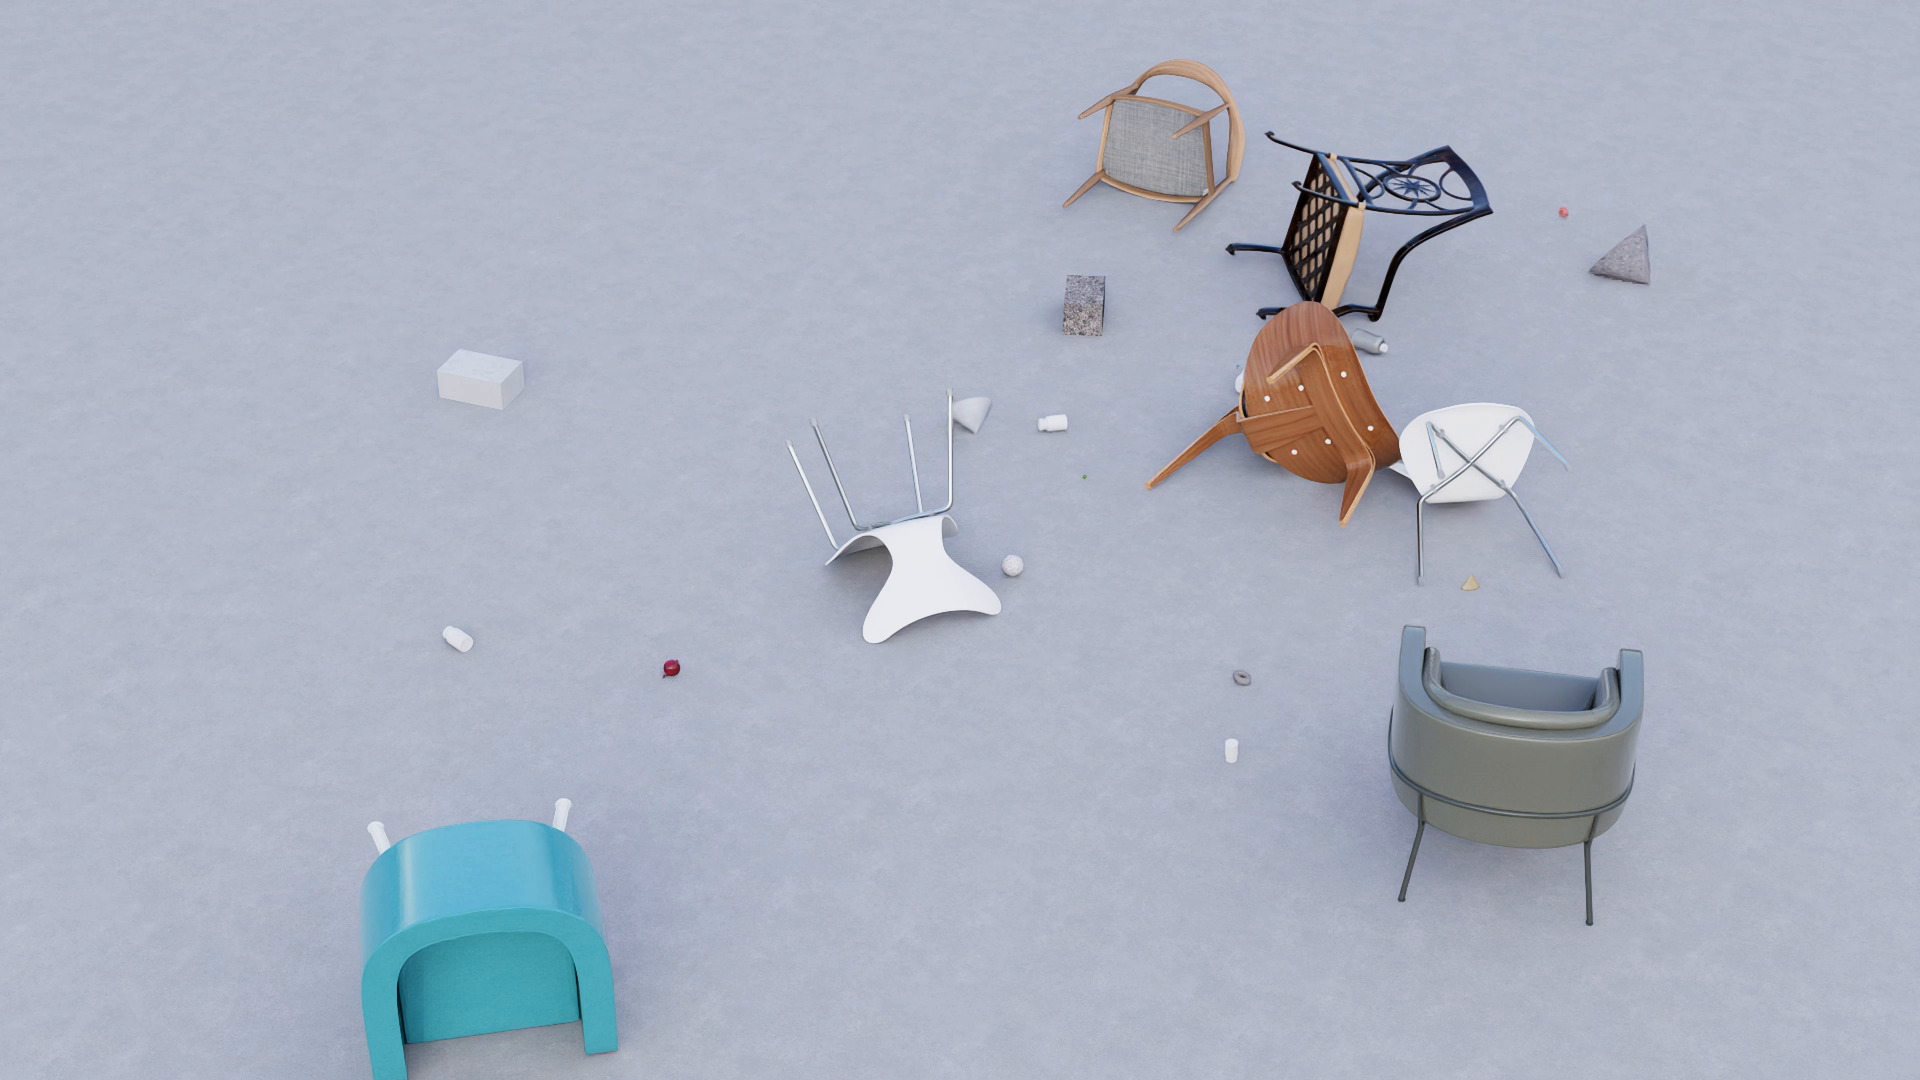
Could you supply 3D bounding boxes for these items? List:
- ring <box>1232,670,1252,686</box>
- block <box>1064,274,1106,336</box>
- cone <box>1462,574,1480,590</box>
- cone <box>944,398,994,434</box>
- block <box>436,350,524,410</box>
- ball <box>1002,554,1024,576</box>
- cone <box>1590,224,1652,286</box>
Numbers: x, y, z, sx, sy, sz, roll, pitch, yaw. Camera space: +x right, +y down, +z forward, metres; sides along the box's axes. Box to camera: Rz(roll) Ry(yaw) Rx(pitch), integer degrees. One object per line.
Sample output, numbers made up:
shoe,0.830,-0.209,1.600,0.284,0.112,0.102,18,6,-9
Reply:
ring,0.981,0.479,10.194,0.055,0.027,0.078,-18,37,-28
block,0.522,-0.985,12.307,0.162,0.146,0.255,3,33,4
cone,1.860,0.147,10.667,0.074,0.060,0.042,-10,35,-14
cone,0.049,-0.474,11.595,0.193,0.117,0.208,-20,-16,26
block,-1.930,-0.647,11.814,0.286,0.123,0.187,12,35,17
ball,0.194,0.093,10.731,0.080,0.080,0.080,0,33,0
cone,2.902,-1.178,12.619,0.219,0.314,0.273,51,16,8
